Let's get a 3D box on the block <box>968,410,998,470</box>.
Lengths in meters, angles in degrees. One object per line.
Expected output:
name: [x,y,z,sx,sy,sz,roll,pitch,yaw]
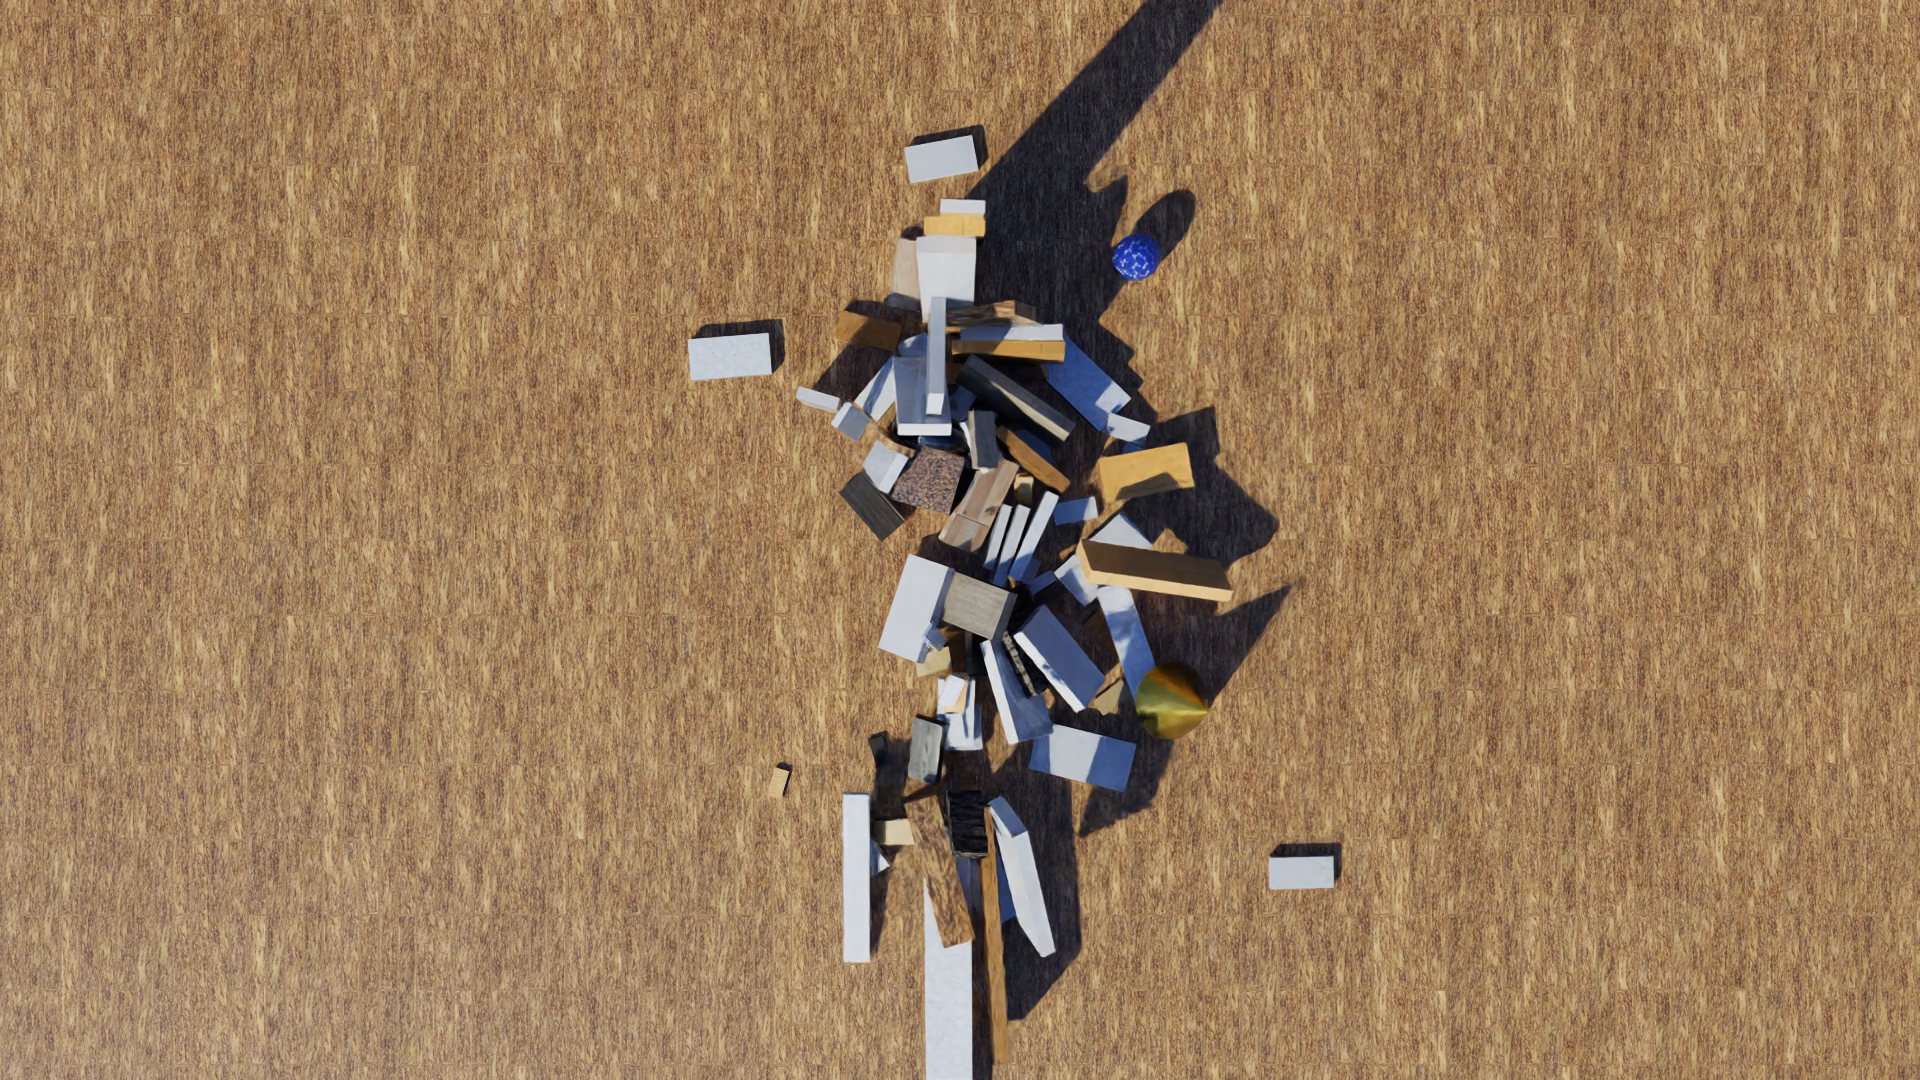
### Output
block: [0.073,-0.321,5.280,0.092,0.026,0.184,0,84,-44]

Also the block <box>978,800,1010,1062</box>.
block: [0.103,1.265,5.371,0.047,0.164,0.816,-4,90,-3]

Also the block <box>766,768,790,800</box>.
block: [-0.606,0.810,5.493,0.049,0.014,0.097,17,90,0]

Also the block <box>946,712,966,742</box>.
block: [-0.014,0.612,5.400,0.053,0.015,0.106,-6,111,2]

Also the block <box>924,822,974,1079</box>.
block: [-0.037,1.424,5.451,0.153,0.043,0.978,0,93,4]

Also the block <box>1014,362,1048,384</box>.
block: [0.234,-0.553,5.455,0.101,0.014,0.050,-10,123,32]

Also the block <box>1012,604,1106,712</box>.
block: [0.328,0.387,5.407,0.329,0.164,0.047,50,135,-7]

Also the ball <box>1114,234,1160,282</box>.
ball: [0.580,-0.928,5.423,0.154,0.154,0.154,0,90,0]

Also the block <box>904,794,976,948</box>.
block: [-0.066,1.082,5.390,0.108,0.031,0.491,-15,92,-3]

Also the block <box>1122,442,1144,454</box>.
block: [0.605,-0.265,5.490,0.143,0.020,0.072,25,90,0]

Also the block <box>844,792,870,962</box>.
block: [-0.340,1.116,5.440,0.084,0.024,0.578,0,100,0]

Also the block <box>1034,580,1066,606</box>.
block: [0.299,0.178,5.485,0.096,0.014,0.048,-32,108,1]

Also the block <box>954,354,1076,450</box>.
block: [0.178,-0.449,5.380,0.408,0.153,0.043,34,68,-1]

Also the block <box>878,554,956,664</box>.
block: [-0.143,0.226,5.436,0.164,0.046,0.328,18,90,33]

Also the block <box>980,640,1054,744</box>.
block: [0.187,0.485,5.396,0.049,0.171,0.343,-25,77,44]

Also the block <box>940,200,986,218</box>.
block: [0.005,-0.947,4.851,0.114,1.306,0.032,2,98,0]

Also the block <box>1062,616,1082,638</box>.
block: [0.350,0.320,5.491,0.060,0.017,0.121,31,90,0]

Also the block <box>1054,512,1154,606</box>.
block: [0.475,0.063,5.478,0.307,0.043,0.153,-42,90,0]

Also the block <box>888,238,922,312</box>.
block: [-0.168,-0.880,5.484,0.114,0.032,0.229,8,90,0]

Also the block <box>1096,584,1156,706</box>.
block: [0.574,0.368,5.453,0.104,0.030,0.474,-19,94,-2]

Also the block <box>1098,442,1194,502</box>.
block: [0.615,-0.224,5.453,0.293,0.042,0.147,-11,94,7]

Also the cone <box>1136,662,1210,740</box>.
cone: [0.743,0.539,5.332,0.261,0.261,0.261,-1,93,-20]

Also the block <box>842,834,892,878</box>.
block: [-0.311,1.029,5.476,0.084,0.024,0.167,-35,89,19]

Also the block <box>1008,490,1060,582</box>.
block: [0.235,-0.015,5.423,0.043,0.153,0.305,25,90,-3]

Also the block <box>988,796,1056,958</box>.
block: [0.193,1.046,5.103,0.049,0.171,0.565,-24,128,-14]

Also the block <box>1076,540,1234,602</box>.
block: [0.632,0.099,5.351,0.499,0.164,0.046,8,125,-17]

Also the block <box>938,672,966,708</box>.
block: [-0.026,0.487,5.331,0.053,0.015,0.106,21,109,-8]

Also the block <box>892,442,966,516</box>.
block: [-0.101,-0.198,5.404,0.192,0.192,0.192,16,90,0]

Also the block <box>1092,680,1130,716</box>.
block: [0.507,0.524,5.491,0.121,0.017,0.060,-38,90,0]

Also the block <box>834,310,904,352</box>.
block: [-0.302,-0.692,5.472,0.212,0.026,0.092,15,90,8]

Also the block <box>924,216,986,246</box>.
block: [-0.011,-0.928,4.987,0.165,1.031,0.047,2,98,0]

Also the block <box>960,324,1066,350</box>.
block: [0.177,-0.658,5.393,0.330,0.165,0.047,-1,83,8]

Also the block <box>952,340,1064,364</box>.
block: [0.157,-0.613,5.384,0.363,0.147,0.042,1,82,1]

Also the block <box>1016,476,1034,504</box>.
block: [0.215,-0.165,5.461,0.050,0.014,0.101,-1,117,-3]

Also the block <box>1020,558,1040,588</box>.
block: [0.230,0.106,5.472,0.048,0.014,0.096,23,63,0]

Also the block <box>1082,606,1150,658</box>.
block: [0.518,0.315,5.485,0.209,0.030,0.104,42,90,0]

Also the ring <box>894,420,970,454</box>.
ring: [-0.083,-0.346,5.369,0.280,0.280,0.093,14,94,0]

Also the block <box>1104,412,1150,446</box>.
block: [0.552,-0.367,5.466,0.143,0.020,0.072,17,98,-16]

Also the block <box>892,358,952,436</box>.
block: [-0.125,-0.464,5.305,0.167,0.334,0.047,0,134,-6]

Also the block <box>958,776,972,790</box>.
block: [0.017,0.839,5.493,0.049,0.014,0.097,2,90,0]

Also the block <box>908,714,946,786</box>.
block: [-0.108,0.690,5.428,0.108,0.031,0.217,16,111,26]

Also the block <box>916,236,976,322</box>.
block: [-0.039,-0.790,5.075,0.167,0.849,0.047,2,84,0]
